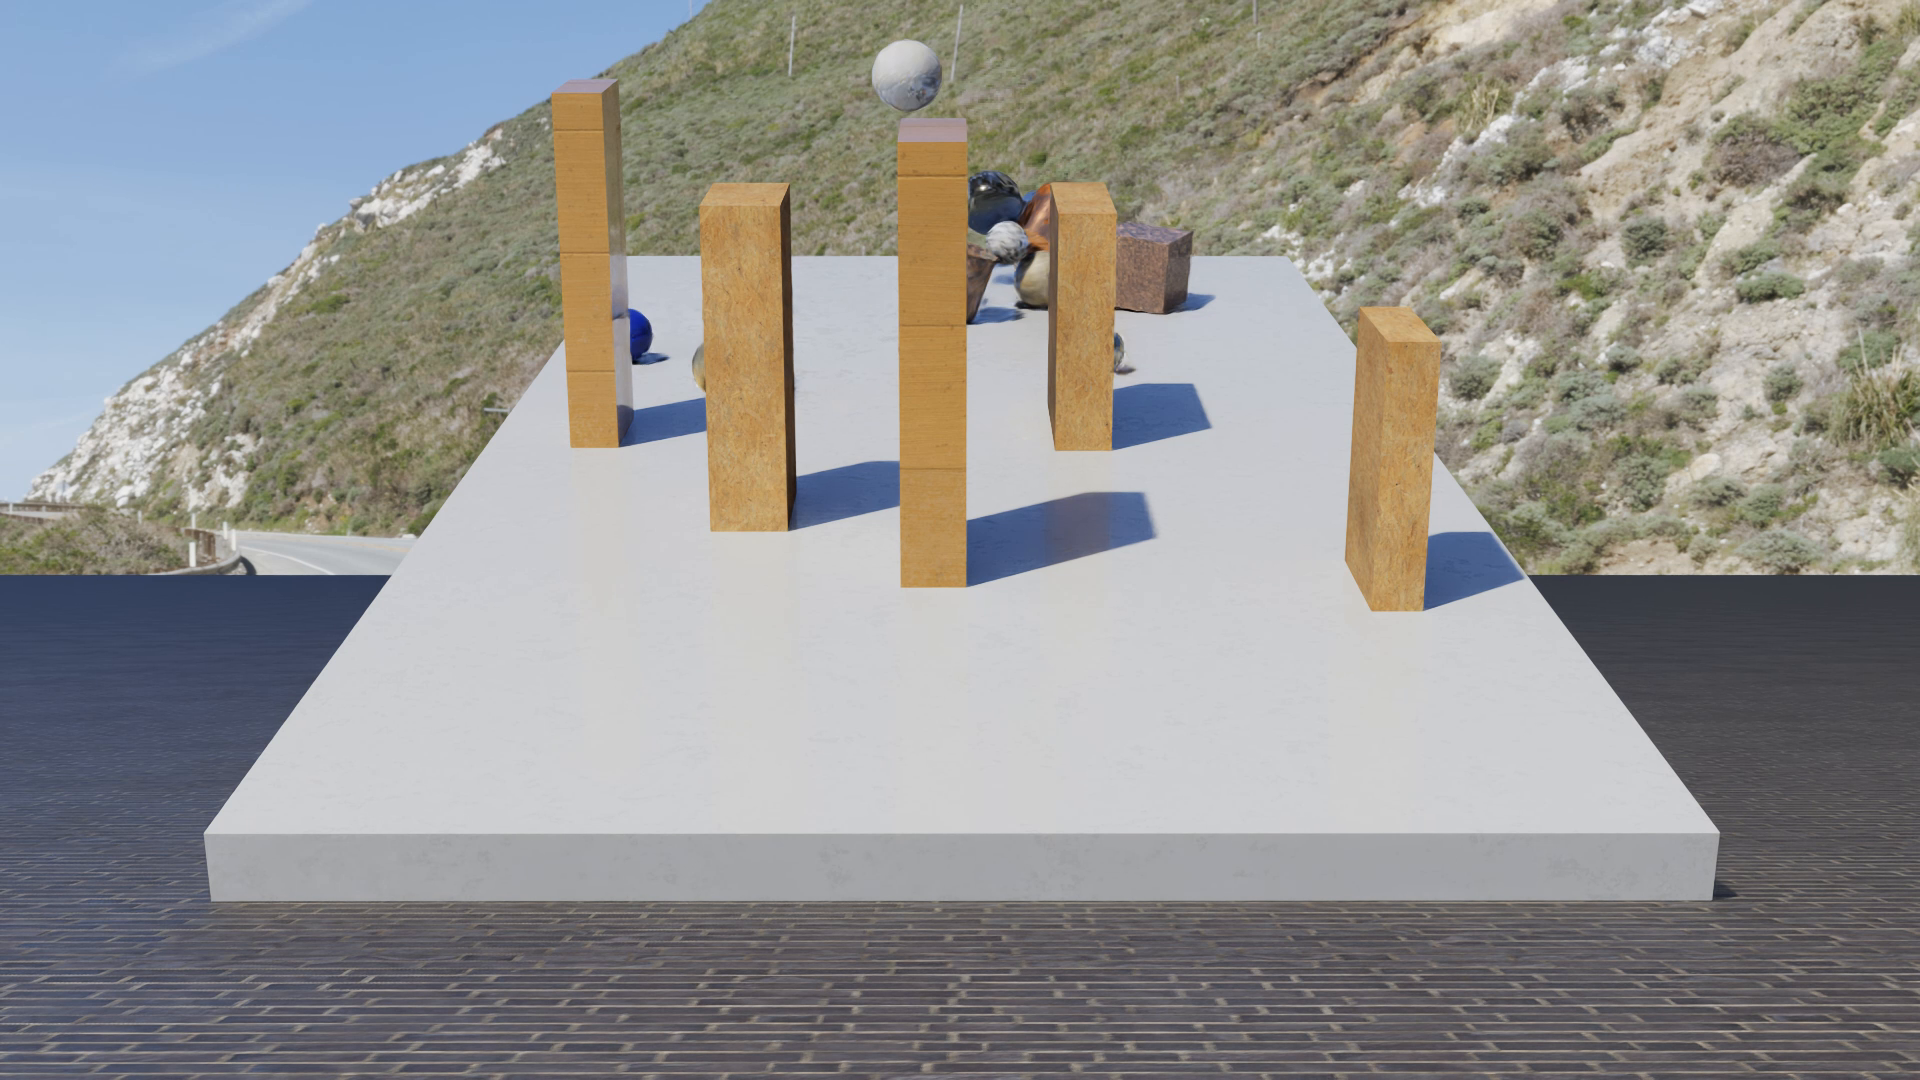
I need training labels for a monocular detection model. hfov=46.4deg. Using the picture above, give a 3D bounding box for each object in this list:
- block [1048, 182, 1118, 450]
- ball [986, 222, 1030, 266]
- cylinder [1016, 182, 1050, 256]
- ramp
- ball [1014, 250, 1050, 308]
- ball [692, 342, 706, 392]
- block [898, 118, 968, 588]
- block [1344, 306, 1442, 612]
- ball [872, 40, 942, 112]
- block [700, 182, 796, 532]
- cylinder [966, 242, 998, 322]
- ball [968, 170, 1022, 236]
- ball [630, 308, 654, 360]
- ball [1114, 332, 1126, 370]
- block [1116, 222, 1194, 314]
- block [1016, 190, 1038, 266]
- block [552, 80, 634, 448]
[{"bbox_3d":[0.259,-0.488,4.821,0.119,0.501,0.401,0,18,0],"label":"block"},{"bbox_3d":[0.126,-0.793,5.979,0.118,0.118,0.118,0,-1,0],"label":"ball"},{"bbox_3d":[0.253,-0.881,6.262,0.165,0.165,0.165,29,-18,11],"label":"cylinder"},{"bbox_3d":[-0.004,-0.188,4.868,2.000,0.100,4.000,0,18,0],"label":"ramp"},{"bbox_3d":[0.222,-0.703,6.036,0.154,0.154,0.154,0,-1,0],"label":"ball"},{"bbox_3d":[-0.540,-0.395,5.109,0.144,0.144,0.144,0,-1,0],"label":"ball"},{"bbox_3d":[-0.046,-0.328,3.901,0.114,0.768,0.294,0,18,0],"label":"block"},{"bbox_3d":[0.736,-0.142,3.824,0.087,0.464,0.269,0,18,0],"label":"block"},{"bbox_3d":[-0.149,-1.308,6.310,0.201,0.201,0.201,0,-1,0],"label":"ball"},{"bbox_3d":[-0.394,-0.346,4.207,0.144,0.610,0.256,0,18,0],"label":"block"},{"bbox_3d":[-0.015,-0.688,5.875,0.176,0.176,0.176,19,17,-6],"label":"cylinder"},{"bbox_3d":[0.085,-0.945,6.279,0.181,0.181,0.181,0,-1,0],"label":"ball"},{"bbox_3d":[-0.812,-0.500,5.450,0.130,0.130,0.130,0,-1,0],"label":"ball"},{"bbox_3d":[0.342,-0.453,5.352,0.105,0.105,0.105,0,-1,0],"label":"ball"},{"bbox_3d":[0.499,-0.738,6.060,0.194,0.194,0.194,12,21,22],"label":"block"},{"bbox_3d":[0.285,-0.915,6.615,0.199,0.199,0.199,5,19,15],"label":"block"},{"bbox_3d":[-0.771,-0.584,4.725,0.101,0.740,0.242,0,18,0],"label":"block"}]
